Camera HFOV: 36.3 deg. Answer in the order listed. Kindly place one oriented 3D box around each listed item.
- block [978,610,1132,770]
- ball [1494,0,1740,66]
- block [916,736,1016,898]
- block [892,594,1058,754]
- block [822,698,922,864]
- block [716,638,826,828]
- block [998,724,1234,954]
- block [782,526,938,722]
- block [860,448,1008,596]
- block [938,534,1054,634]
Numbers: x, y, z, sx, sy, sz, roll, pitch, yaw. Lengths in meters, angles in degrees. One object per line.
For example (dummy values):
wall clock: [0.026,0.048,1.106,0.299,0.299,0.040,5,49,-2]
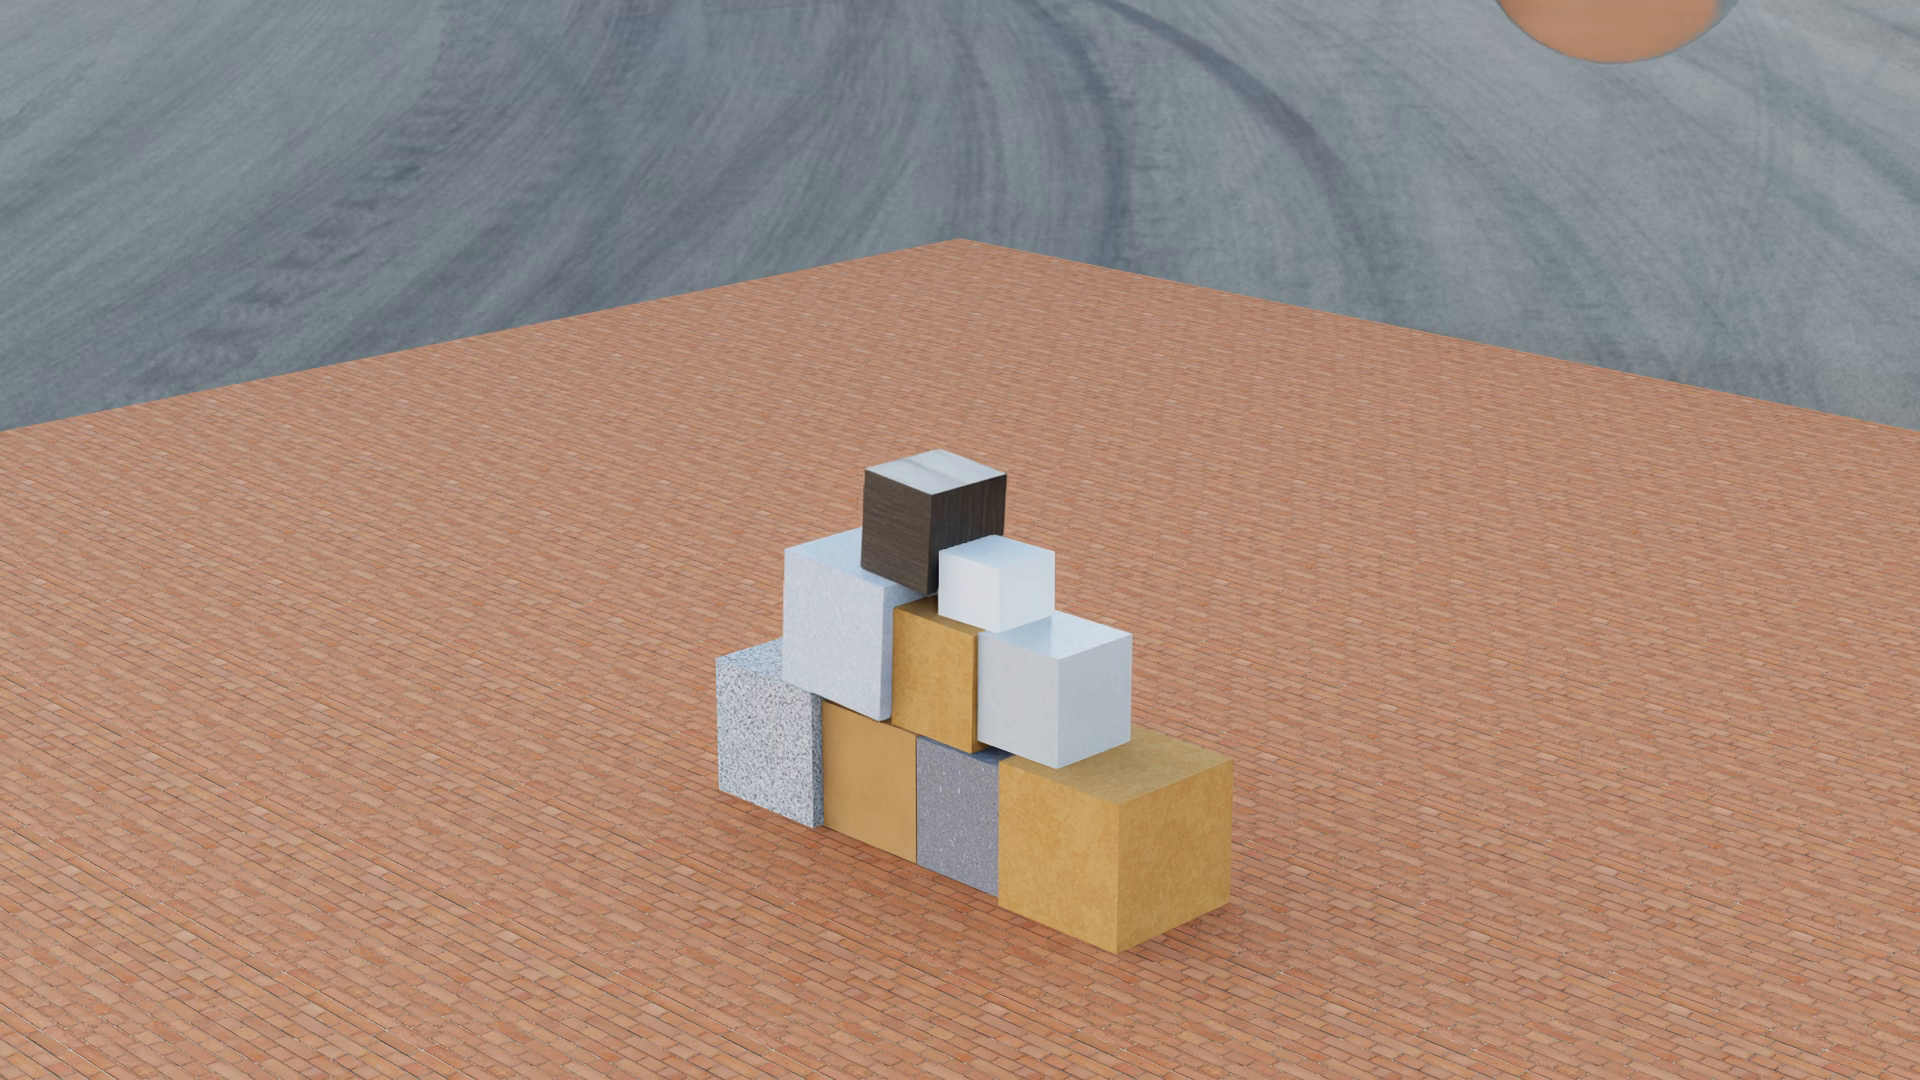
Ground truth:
block: [0.422,0.659,13.086,0.477,0.510,0.493,-17,24,-42]
ball: [3.610,-3.411,16.053,1.600,1.600,1.600,0,17,0]
block: [0.210,1.200,13.479,0.583,0.628,0.573,-17,24,-42]
block: [0.068,0.577,13.448,0.550,0.567,0.515,-17,25,-42]
block: [-0.220,1.065,13.894,0.586,0.636,0.633,-17,24,-42]
block: [-0.702,0.902,14.333,0.682,0.685,0.690,-17,24,-42]
block: [0.691,1.302,13.047,0.757,0.693,0.712,-17,24,-42]
block: [-0.344,0.363,13.833,0.711,0.657,0.671,-17,27,-42]
block: [-0.122,-0.088,13.423,0.480,0.482,0.438,-17,28,-42]
block: [0.164,0.195,13.209,0.383,0.301,0.359,16,24,42]
